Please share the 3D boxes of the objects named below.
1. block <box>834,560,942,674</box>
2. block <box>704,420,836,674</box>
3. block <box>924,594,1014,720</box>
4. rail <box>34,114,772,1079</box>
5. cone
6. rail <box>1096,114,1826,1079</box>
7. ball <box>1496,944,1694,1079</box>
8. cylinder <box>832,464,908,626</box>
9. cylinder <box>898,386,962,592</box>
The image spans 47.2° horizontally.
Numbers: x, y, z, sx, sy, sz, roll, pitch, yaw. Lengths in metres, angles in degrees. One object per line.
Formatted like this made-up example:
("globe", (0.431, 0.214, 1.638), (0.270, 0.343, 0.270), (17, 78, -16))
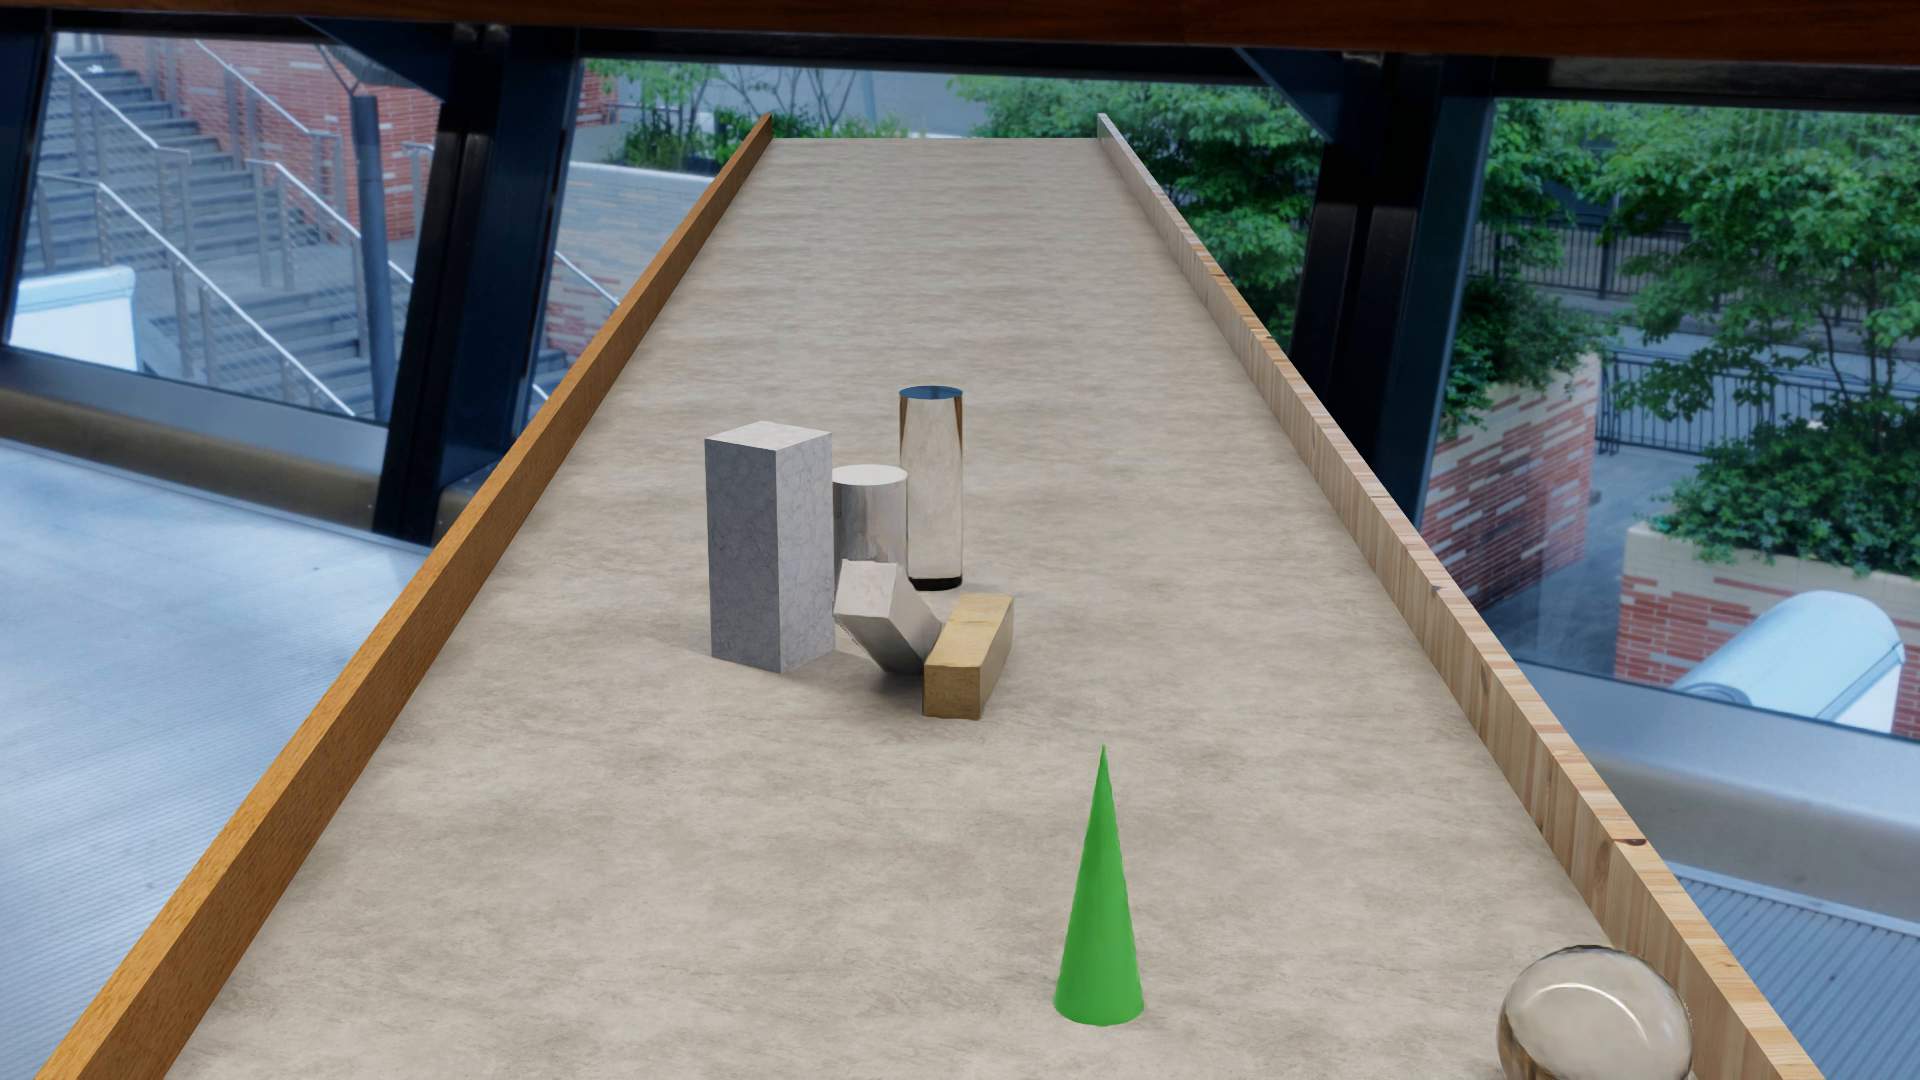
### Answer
("block", (-0.132, 0.151, 4.175), (0.104, 0.104, 0.392), (4, -18, 14))
("block", (-0.377, 0.012, 4.390), (0.178, 0.455, 0.178), (11, 20, 32))
("block", (0.021, 0.223, 4.296), (0.104, 0.104, 0.435), (3, 17, 9))
("rail", (-1.118, -0.838, 7.780), (0.050, 0.150, 12.000), (0, 17, -1))
("cone", (0.193, 0.456, 3.002), (0.124, 0.394, 0.124), (0, 17, 0))
("rail", (0.932, -0.844, 7.801), (0.050, 0.150, 12.000), (0, 17, -1))
("ball", (0.785, 0.621, 2.727), (0.235, 0.235, 0.235), (0, 17, 0))
("cylinder", (-0.196, 0.012, 4.645), (0.172, 0.310, 0.172), (0, 17, 0))
("cylinder", (-0.063, -0.114, 4.852), (0.139, 0.432, 0.139), (0, 17, 0))
